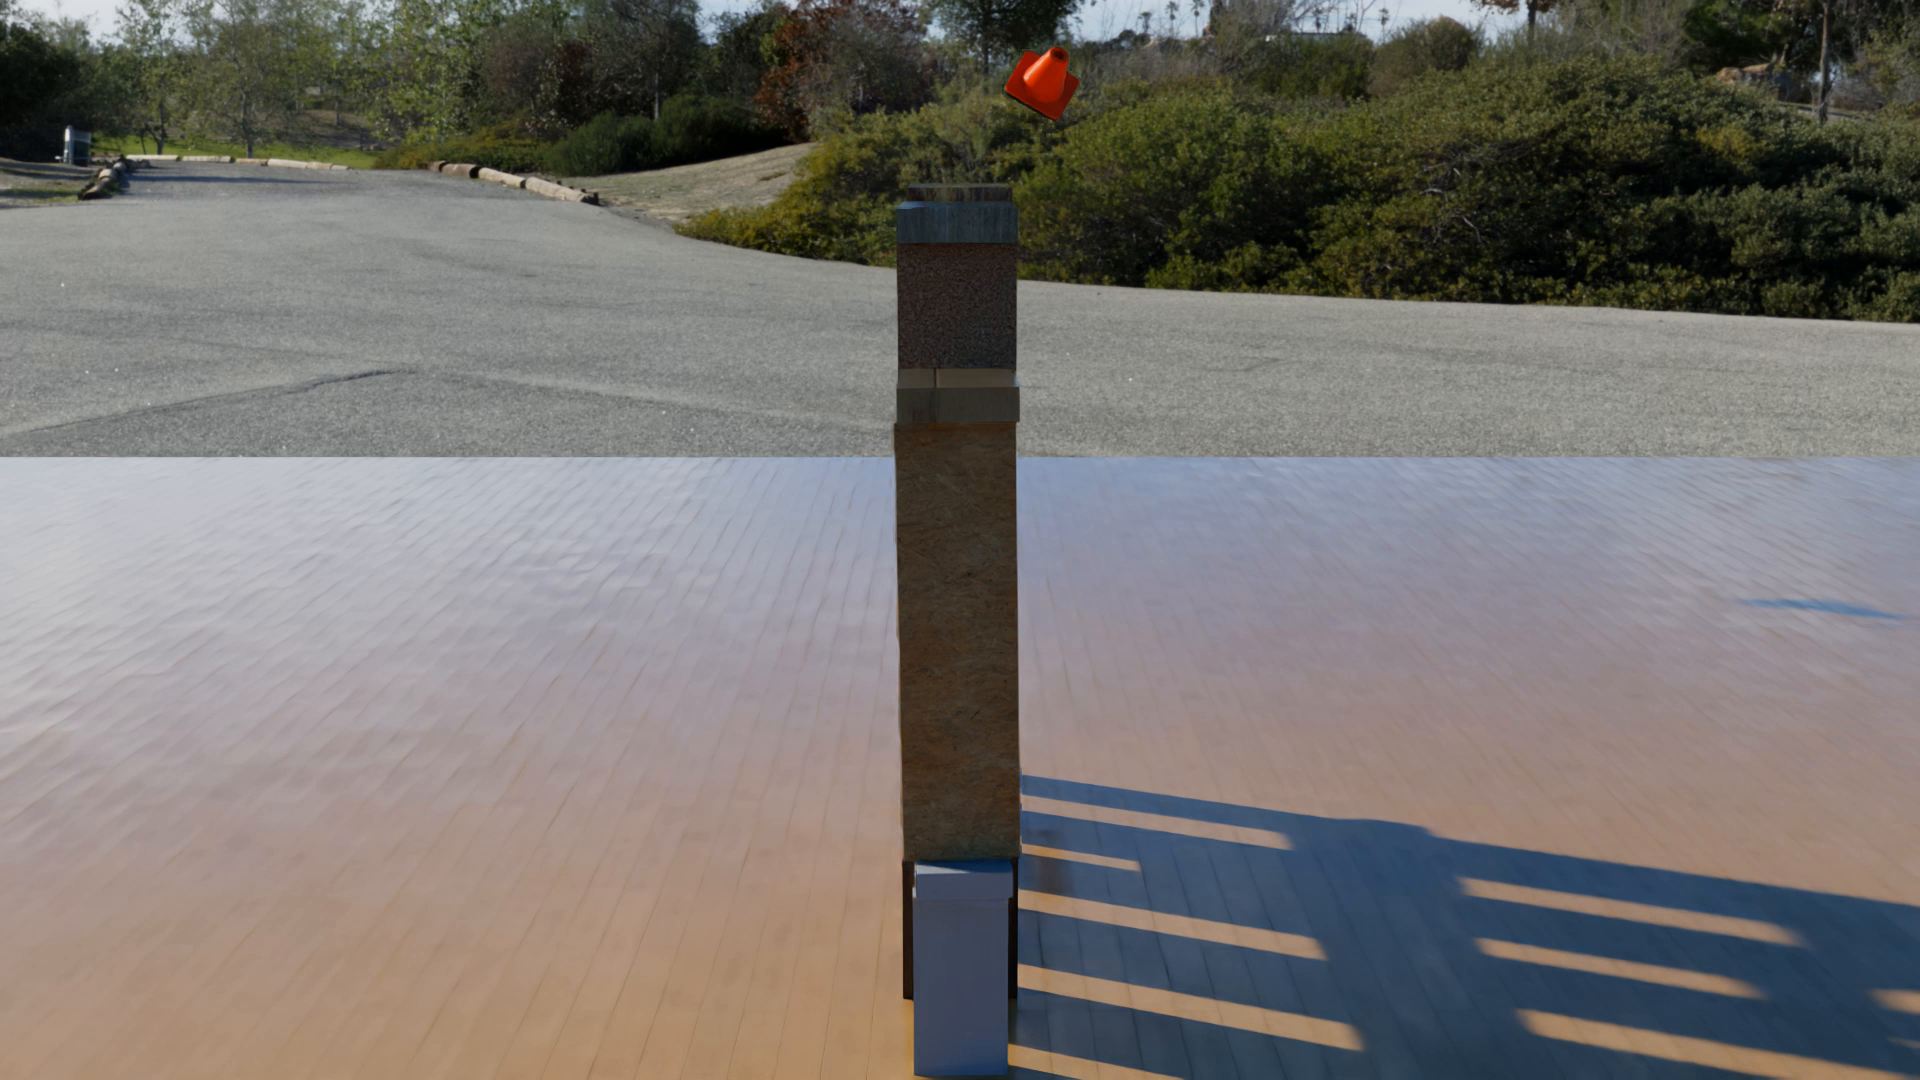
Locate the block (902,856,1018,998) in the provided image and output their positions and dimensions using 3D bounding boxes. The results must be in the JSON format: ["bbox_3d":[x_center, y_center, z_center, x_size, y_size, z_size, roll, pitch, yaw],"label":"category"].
[{"bbox_3d":[0.000,0.503,3.217,0.168,0.336,0.048,0,11,0],"label":"block"}]

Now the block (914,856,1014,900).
[{"bbox_3d":[0.000,0.434,3.013,0.126,0.036,0.253,-1,9,-3],"label":"block"}]

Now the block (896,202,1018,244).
[{"bbox_3d":[-0.004,-0.469,3.235,0.169,0.048,0.338,0,10,0],"label":"block"}]

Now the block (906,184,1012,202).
[{"bbox_3d":[-0.002,-0.571,3.694,0.171,0.048,0.342,0,10,0],"label":"block"}]

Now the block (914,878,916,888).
[{"bbox_3d":[0.000,0.562,3.123,0.126,0.253,0.036,0,11,0],"label":"block"}]

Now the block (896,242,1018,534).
[{"bbox_3d":[-0.002,-0.164,3.179,0.169,0.531,0.048,0,11,1],"label":"block"}]

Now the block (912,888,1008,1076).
[{"bbox_3d":[0.001,0.594,2.956,0.126,0.253,0.036,0,11,0],"label":"block"}]

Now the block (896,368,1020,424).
[{"bbox_3d":[-0.004,-0.195,2.945,0.156,0.044,0.312,-1,9,-1],"label":"block"}]

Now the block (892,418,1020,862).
[{"bbox_3d":[-0.003,0.133,2.900,0.156,0.589,0.044,-2,11,-5],"label":"block"}]
